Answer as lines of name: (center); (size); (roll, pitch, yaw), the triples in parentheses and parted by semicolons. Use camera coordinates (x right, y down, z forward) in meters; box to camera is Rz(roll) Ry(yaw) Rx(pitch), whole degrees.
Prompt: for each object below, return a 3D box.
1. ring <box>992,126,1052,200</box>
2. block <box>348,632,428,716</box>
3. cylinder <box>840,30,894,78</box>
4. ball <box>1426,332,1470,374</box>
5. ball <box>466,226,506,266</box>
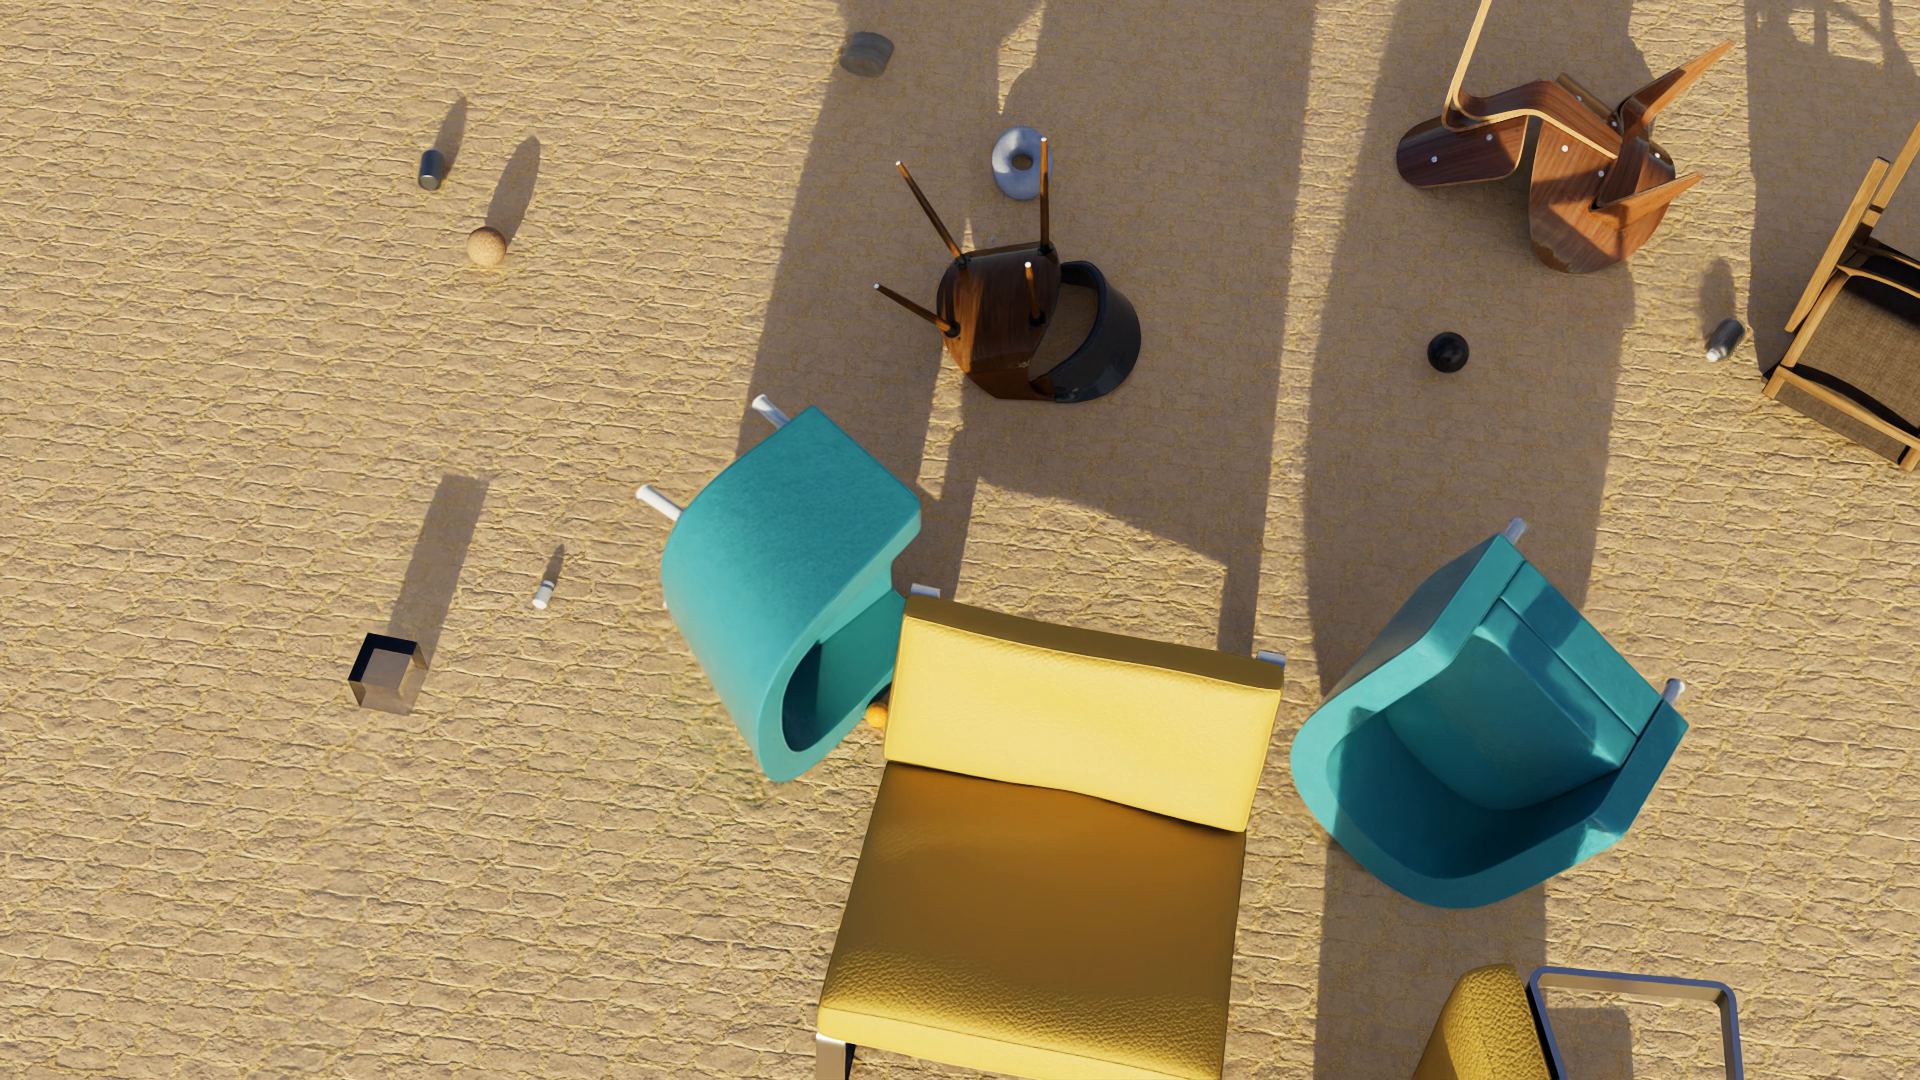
ring: (0.208, -1.264, 7.368); (0.206, 0.093, 0.313); (-2, 55, 0)
block: (-1.617, 0.382, 6.225); (0.149, 0.155, 0.158); (10, 57, 7)
cylinder: (-0.325, -1.692, 7.657); (0.159, 0.087, 0.129); (18, 74, 22)
ball: (1.530, -0.588, 6.890); (0.130, 0.130, 0.130); (0, 56, 0)
ball: (-1.536, -0.953, 7.137); (0.128, 0.128, 0.128); (0, 56, 0)
